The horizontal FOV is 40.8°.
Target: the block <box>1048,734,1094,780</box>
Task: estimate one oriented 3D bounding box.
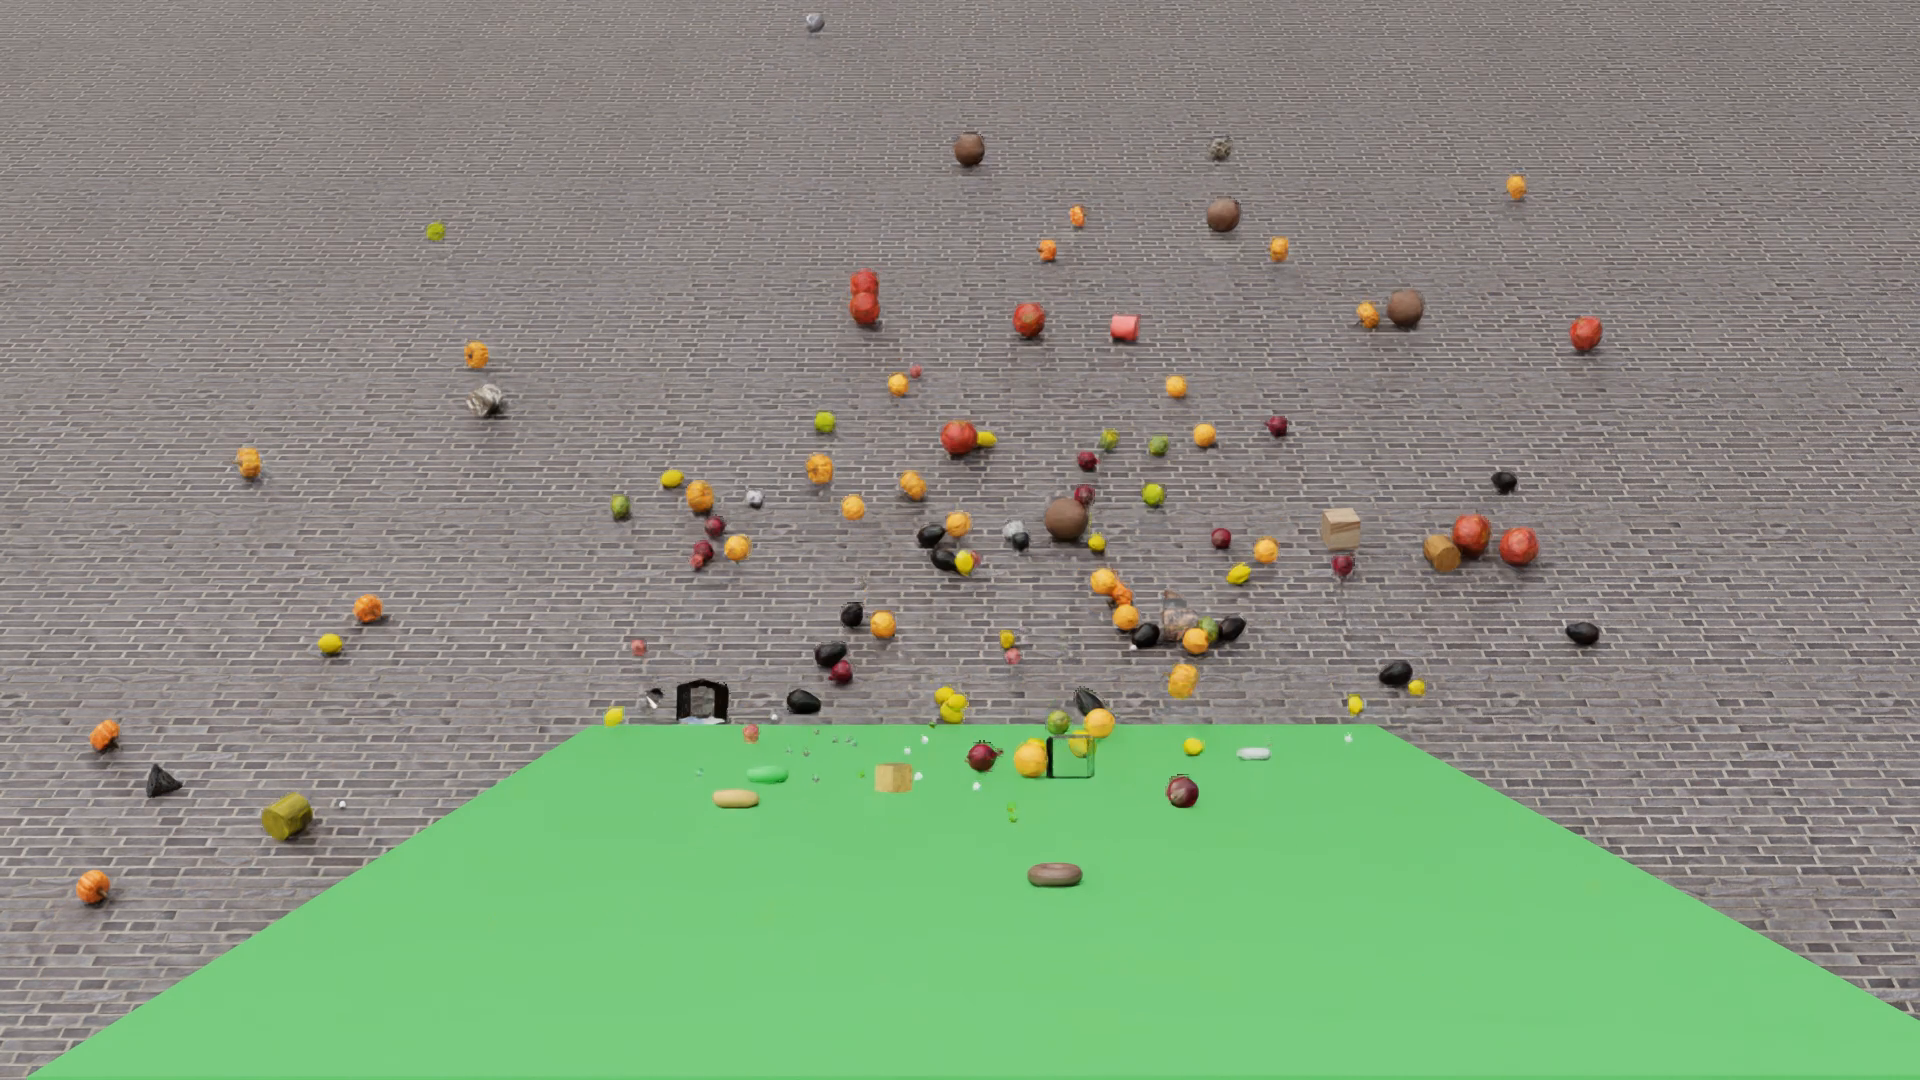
[{"bbox_3d":[0.231,0.451,5.370,0.083,0.083,0.083,0,1,15],"label":"block"}]

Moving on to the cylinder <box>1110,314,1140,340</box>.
[{"bbox_3d":[0.579,-0.744,9.053,0.082,0.082,0.082,-7,21,31],"label":"cylinder"}]

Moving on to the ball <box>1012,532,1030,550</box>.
[{"bbox_3d":[0.180,0.002,7.640,0.054,0.054,0.054,0,27,0],"label":"ball"}]

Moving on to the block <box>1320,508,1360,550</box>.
[{"bbox_3d":[1.130,-0.033,7.667,0.090,0.090,0.090,-4,28,-8],"label":"block"}]

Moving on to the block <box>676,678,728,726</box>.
[{"bbox_3d":[-0.669,0.424,6.706,0.093,0.093,0.093,-17,-26,38],"label":"block"}]

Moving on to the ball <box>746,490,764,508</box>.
[{"bbox_3d":[-0.627,-0.128,7.892,0.054,0.054,0.054,0,27,0],"label":"ball"}]

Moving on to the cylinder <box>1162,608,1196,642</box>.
[{"bbox_3d":[0.608,0.236,7.146,0.090,0.090,0.090,2,27,3],"label":"cylinder"}]

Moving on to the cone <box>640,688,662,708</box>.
[{"bbox_3d":[-0.831,0.413,6.846,0.057,0.057,0.057,14,30,37],"label":"cone"}]

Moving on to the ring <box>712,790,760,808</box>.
[{"bbox_3d":[-0.421,0.486,4.855,0.089,0.030,0.089,1,0,0],"label":"ring"}]

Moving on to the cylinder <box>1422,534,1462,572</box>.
[{"bbox_3d":[1.405,0.039,7.536,0.084,0.084,0.084,-8,31,-15],"label":"cylinder"}]

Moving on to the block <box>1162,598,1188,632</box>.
[{"bbox_3d":[0.601,0.211,7.221,0.067,0.067,0.067,2,27,3],"label":"block"}]

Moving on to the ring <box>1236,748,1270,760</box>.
[{"bbox_3d":[0.649,0.474,5.713,0.077,0.026,0.077,1,0,0],"label":"ring"}]

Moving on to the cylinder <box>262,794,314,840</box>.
[{"bbox_3d":[-1.640,0.675,6.300,0.085,0.085,0.085,15,31,27],"label":"cylinder"}]

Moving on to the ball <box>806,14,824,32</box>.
[{"bbox_3d":[-0.700,-2.491,12.441,0.089,0.089,0.089,0,27,0],"label":"ball"}]

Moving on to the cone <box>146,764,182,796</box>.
[{"bbox_3d":[-1.987,0.610,6.478,0.081,0.081,0.081,16,17,-32],"label":"cone"}]

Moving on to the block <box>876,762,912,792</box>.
[{"bbox_3d":[-0.130,0.470,5.114,0.052,0.052,0.052,-1,1,-45],"label":"block"}]

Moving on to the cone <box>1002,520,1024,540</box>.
[{"bbox_3d":[0.174,-0.009,7.686,0.072,0.072,0.072,-17,58,-29],"label":"cone"}]

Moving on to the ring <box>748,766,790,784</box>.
[{"bbox_3d":[-0.392,0.480,5.282,0.087,0.029,0.087,-1,1,0],"label":"ring"}]

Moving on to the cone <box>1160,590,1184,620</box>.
[{"bbox_3d":[0.587,0.198,7.281,0.078,0.078,0.078,22,61,37],"label":"cone"}]

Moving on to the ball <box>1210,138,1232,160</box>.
[{"bbox_3d":[1.085,-1.632,10.769,0.093,0.093,0.093,0,27,0],"label":"ball"}]

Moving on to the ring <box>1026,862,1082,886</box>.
[{"bbox_3d":[0.142,0.503,3.879,0.084,0.028,0.084,-1,2,0],"label":"ring"}]

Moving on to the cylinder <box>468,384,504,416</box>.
[{"bbox_3d":[-1.563,-0.460,8.504,0.085,0.085,0.085,13,30,24],"label":"cylinder"}]

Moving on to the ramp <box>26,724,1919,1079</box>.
[{"bbox_3d":[0.062,0.555,4.592,2.000,0.100,4.000,0,1,0],"label":"ramp"}]
